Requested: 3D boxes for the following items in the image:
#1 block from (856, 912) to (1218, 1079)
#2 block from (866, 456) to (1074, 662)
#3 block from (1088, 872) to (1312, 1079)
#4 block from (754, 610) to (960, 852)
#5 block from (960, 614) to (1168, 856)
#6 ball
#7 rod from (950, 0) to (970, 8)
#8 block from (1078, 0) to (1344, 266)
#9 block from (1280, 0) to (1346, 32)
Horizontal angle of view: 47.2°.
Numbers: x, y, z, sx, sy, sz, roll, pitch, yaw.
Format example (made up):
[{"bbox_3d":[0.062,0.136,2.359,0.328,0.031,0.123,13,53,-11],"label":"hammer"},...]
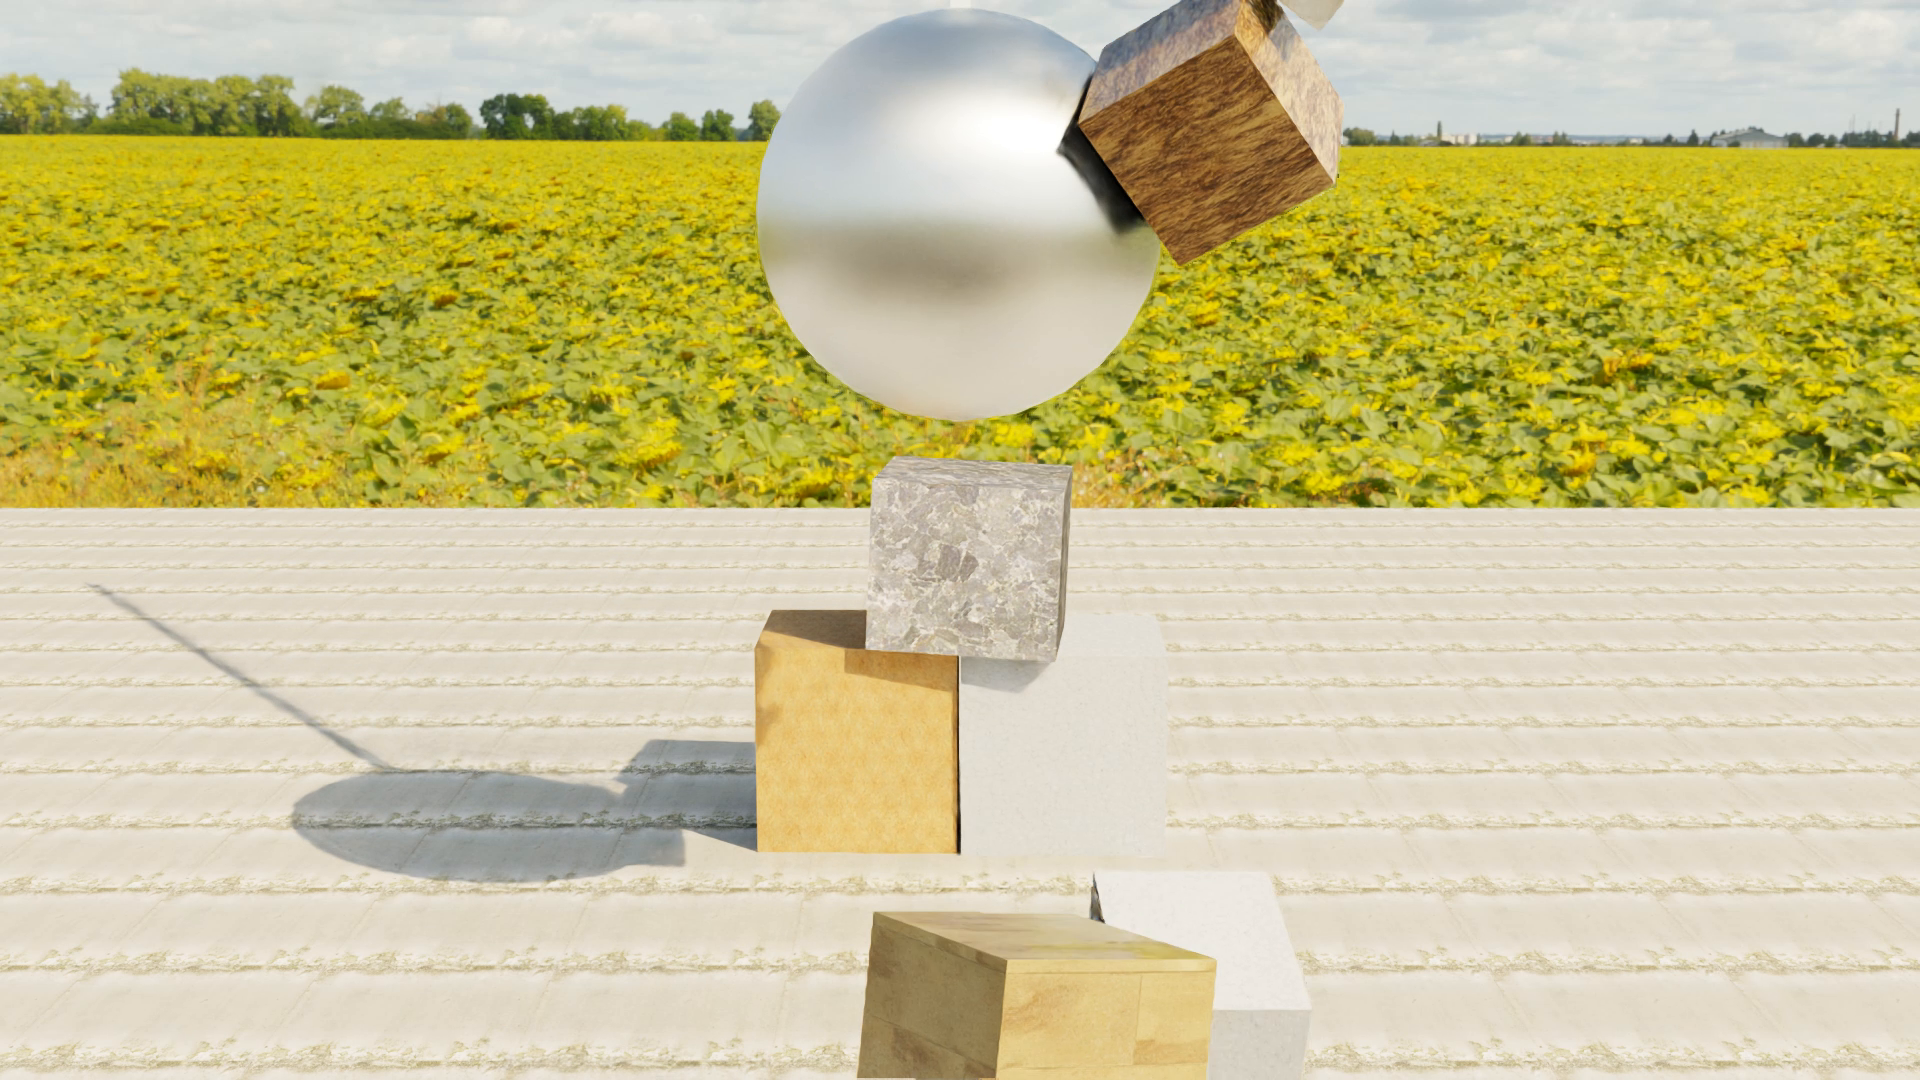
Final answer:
[{"bbox_3d":[0.198,1.445,6.183,0.693,0.669,0.714,6,-1,-31],"label":"block"},{"bbox_3d":[0.062,0.075,11.003,0.925,0.833,0.874,3,10,5],"label":"block"},{"bbox_3d":[0.814,1.680,7.836,0.642,0.665,0.756,1,29,-6],"label":"block"},{"bbox_3d":[-0.507,0.966,11.337,0.996,1.044,0.913,0,10,1],"label":"block"},{"bbox_3d":[0.519,0.984,11.305,1.015,1.020,0.953,0,10,1],"label":"block"},{"bbox_3d":[0.000,-1.267,8.635,1.600,1.600,1.600,0,10,0],"label":"ball"},{"bbox_3d":[0.000,-4.593,9.342,0.080,5.200,0.080,0,-12,0],"label":"rod"},{"bbox_3d":[0.932,-1.561,8.052,0.656,0.668,0.650,-26,27,29],"label":"block"},{"bbox_3d":[1.182,-2.346,7.865,0.729,0.585,0.642,35,25,-11],"label":"block"}]
